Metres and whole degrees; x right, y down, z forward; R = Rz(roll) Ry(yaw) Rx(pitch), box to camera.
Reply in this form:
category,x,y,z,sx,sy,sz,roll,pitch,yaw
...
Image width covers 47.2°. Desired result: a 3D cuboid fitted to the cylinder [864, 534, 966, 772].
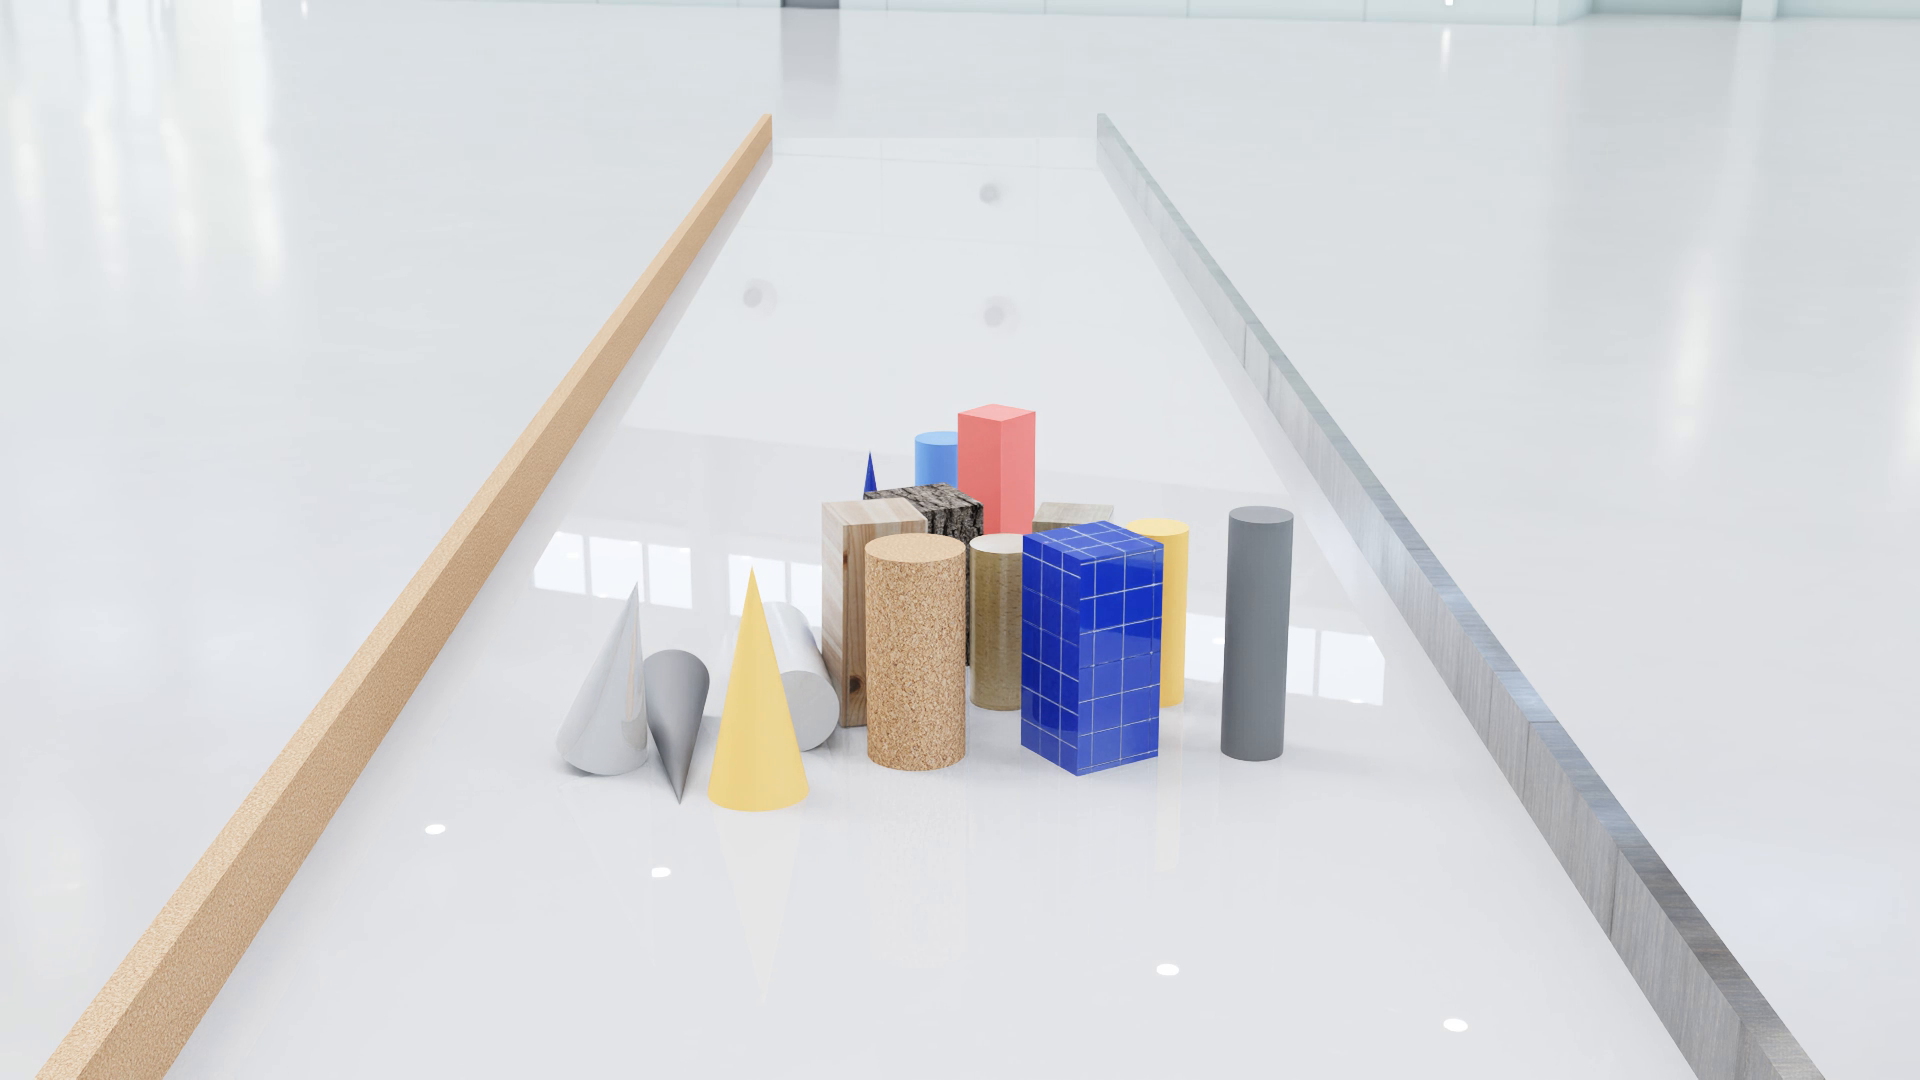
category,x,y,z,sx,sy,sz,roll,pitch,yaw
cylinder,-0.078,0.197,3.891,0.176,0.384,0.176,0,17,0

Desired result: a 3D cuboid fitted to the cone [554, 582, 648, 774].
category,x,y,z,sx,sy,sz,roll,pitch,yaw
cone,-0.590,0.215,3.811,0.167,0.358,0.167,12,31,-8

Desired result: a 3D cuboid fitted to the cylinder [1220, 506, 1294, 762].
category,x,y,z,sx,sy,sz,roll,pitch,yaw
cylinder,0.525,0.166,3.895,0.113,0.440,0.113,0,17,0

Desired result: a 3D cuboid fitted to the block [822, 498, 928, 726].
category,x,y,z,sx,sy,sz,roll,pitch,yaw
block,-0.162,0.132,4.100,0.159,0.386,0.159,-4,17,-17

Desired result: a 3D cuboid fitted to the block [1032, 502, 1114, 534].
category,x,y,z,sx,sy,sz,roll,pitch,yaw
block,0.224,0.092,4.385,0.144,0.303,0.144,3,17,10

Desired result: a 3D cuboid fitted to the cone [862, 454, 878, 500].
category,x,y,z,sx,sy,sz,roll,pitch,yaw
cone,-0.187,-0.013,4.621,0.116,0.370,0.116,0,17,0

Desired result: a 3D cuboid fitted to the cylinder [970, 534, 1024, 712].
category,x,y,z,sx,sy,sz,roll,pitch,yaw
cylinder,0.084,0.155,4.161,0.131,0.311,0.131,0,17,0

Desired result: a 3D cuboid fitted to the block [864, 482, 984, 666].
category,x,y,z,sx,sy,sz,roll,pitch,yaw
block,-0.073,0.076,4.389,0.180,0.331,0.180,-8,18,-24

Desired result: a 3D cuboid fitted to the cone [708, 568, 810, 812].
category,x,y,z,sx,sy,sz,roll,pitch,yaw
cone,-0.346,0.235,3.718,0.175,0.409,0.175,0,17,0

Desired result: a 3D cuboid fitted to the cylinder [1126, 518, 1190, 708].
category,x,y,z,sx,sy,sz,roll,pitch,yaw
cylinder,0.370,0.138,4.166,0.117,0.340,0.117,0,17,0

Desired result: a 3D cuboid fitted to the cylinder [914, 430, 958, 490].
category,x,y,z,sx,sy,sz,roll,pitch,yaw
cylinder,-0.035,-0.070,4.893,0.130,0.324,0.130,0,17,0

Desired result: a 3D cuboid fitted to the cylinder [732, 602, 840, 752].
category,x,y,z,sx,sy,sz,roll,pitch,yaw
cylinder,-0.329,0.250,4.113,0.156,0.156,0.401,-3,17,-10

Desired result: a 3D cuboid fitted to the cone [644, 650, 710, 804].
category,x,y,z,sx,sy,sz,roll,pitch,yaw
cone,-0.505,0.357,3.904,0.141,0.141,0.423,-2,26,-8

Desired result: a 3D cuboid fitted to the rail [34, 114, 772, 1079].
category,x,y,z,sx,sy,sz,roll,pitch,yaw
rail,-1.118,-0.838,7.780,0.050,0.150,12.000,0,17,-1

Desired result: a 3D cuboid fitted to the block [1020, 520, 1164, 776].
category,x,y,z,sx,sy,sz,roll,pitch,yaw
block,0.232,0.189,3.898,0.177,0.395,0.177,-10,19,-31

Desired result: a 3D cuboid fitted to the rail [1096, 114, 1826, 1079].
category,x,y,z,sx,sy,sz,roll,pitch,yaw
rail,0.932,-0.844,7.801,0.050,0.150,12.000,0,17,-1

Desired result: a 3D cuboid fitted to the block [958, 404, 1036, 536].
category,x,y,z,sx,sy,sz,roll,pitch,yaw
block,0.076,-0.055,4.639,0.116,0.440,0.116,13,21,38
